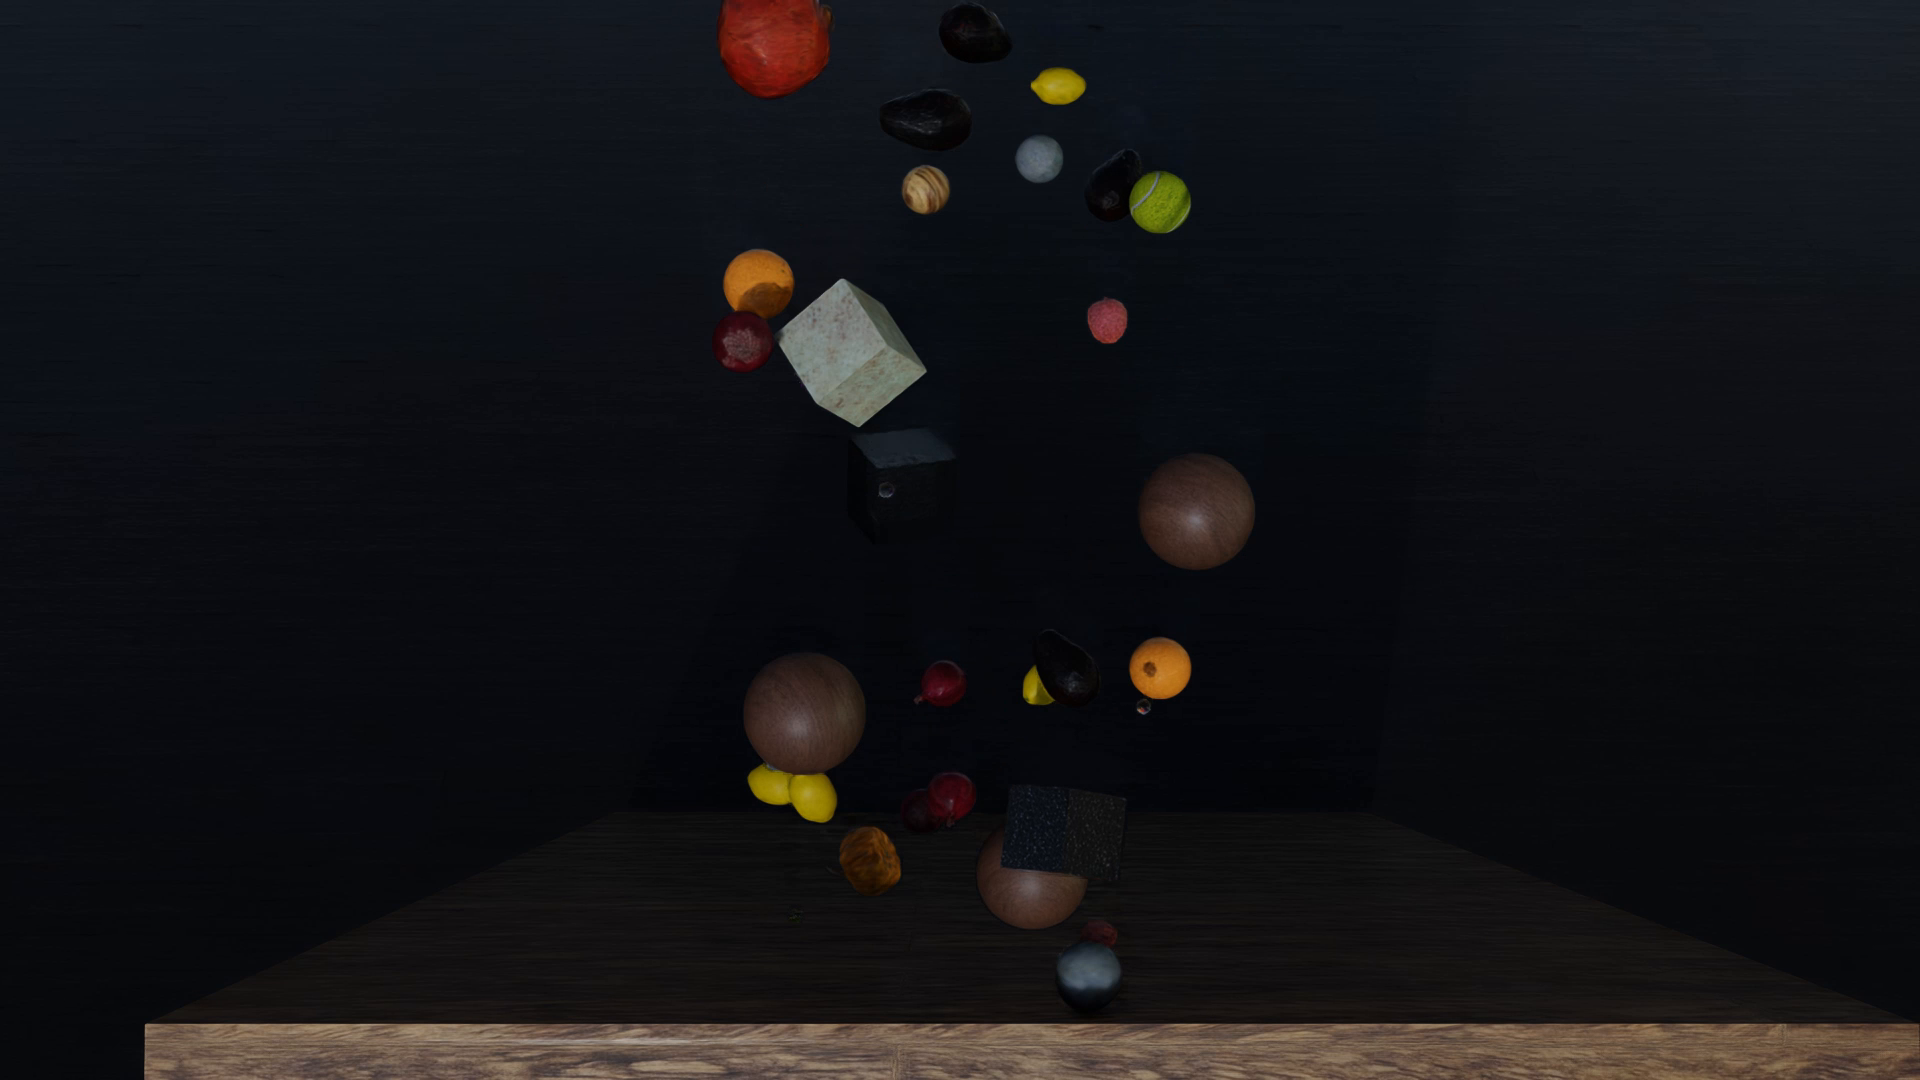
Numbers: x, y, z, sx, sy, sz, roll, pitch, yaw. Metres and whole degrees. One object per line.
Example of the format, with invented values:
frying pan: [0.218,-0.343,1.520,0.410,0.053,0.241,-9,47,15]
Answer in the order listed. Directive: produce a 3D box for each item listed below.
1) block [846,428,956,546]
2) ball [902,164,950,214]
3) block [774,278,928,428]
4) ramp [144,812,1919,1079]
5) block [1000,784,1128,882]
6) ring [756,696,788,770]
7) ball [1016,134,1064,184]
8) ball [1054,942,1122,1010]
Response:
block: [-0.070,-0.064,3.087,0.099,0.099,0.099,-8,27,-21]
ball: [-0.035,-0.364,2.701,0.051,0.051,0.051,0,37,0]
block: [-0.108,-0.184,2.564,0.091,0.091,0.091,-39,64,12]
ramp: [0.081,0.685,4.929,2.000,0.100,4.000,0,-3,0]
block: [0.113,0.319,2.838,0.091,0.091,0.091,15,-11,-42]
ring: [-0.213,0.220,2.964,0.029,0.088,0.088,-8,38,-4]
ball: [0.084,-0.403,2.751,0.051,0.051,0.051,0,37,0]
ball: [0.150,0.510,3.044,0.080,0.080,0.080,0,37,0]
